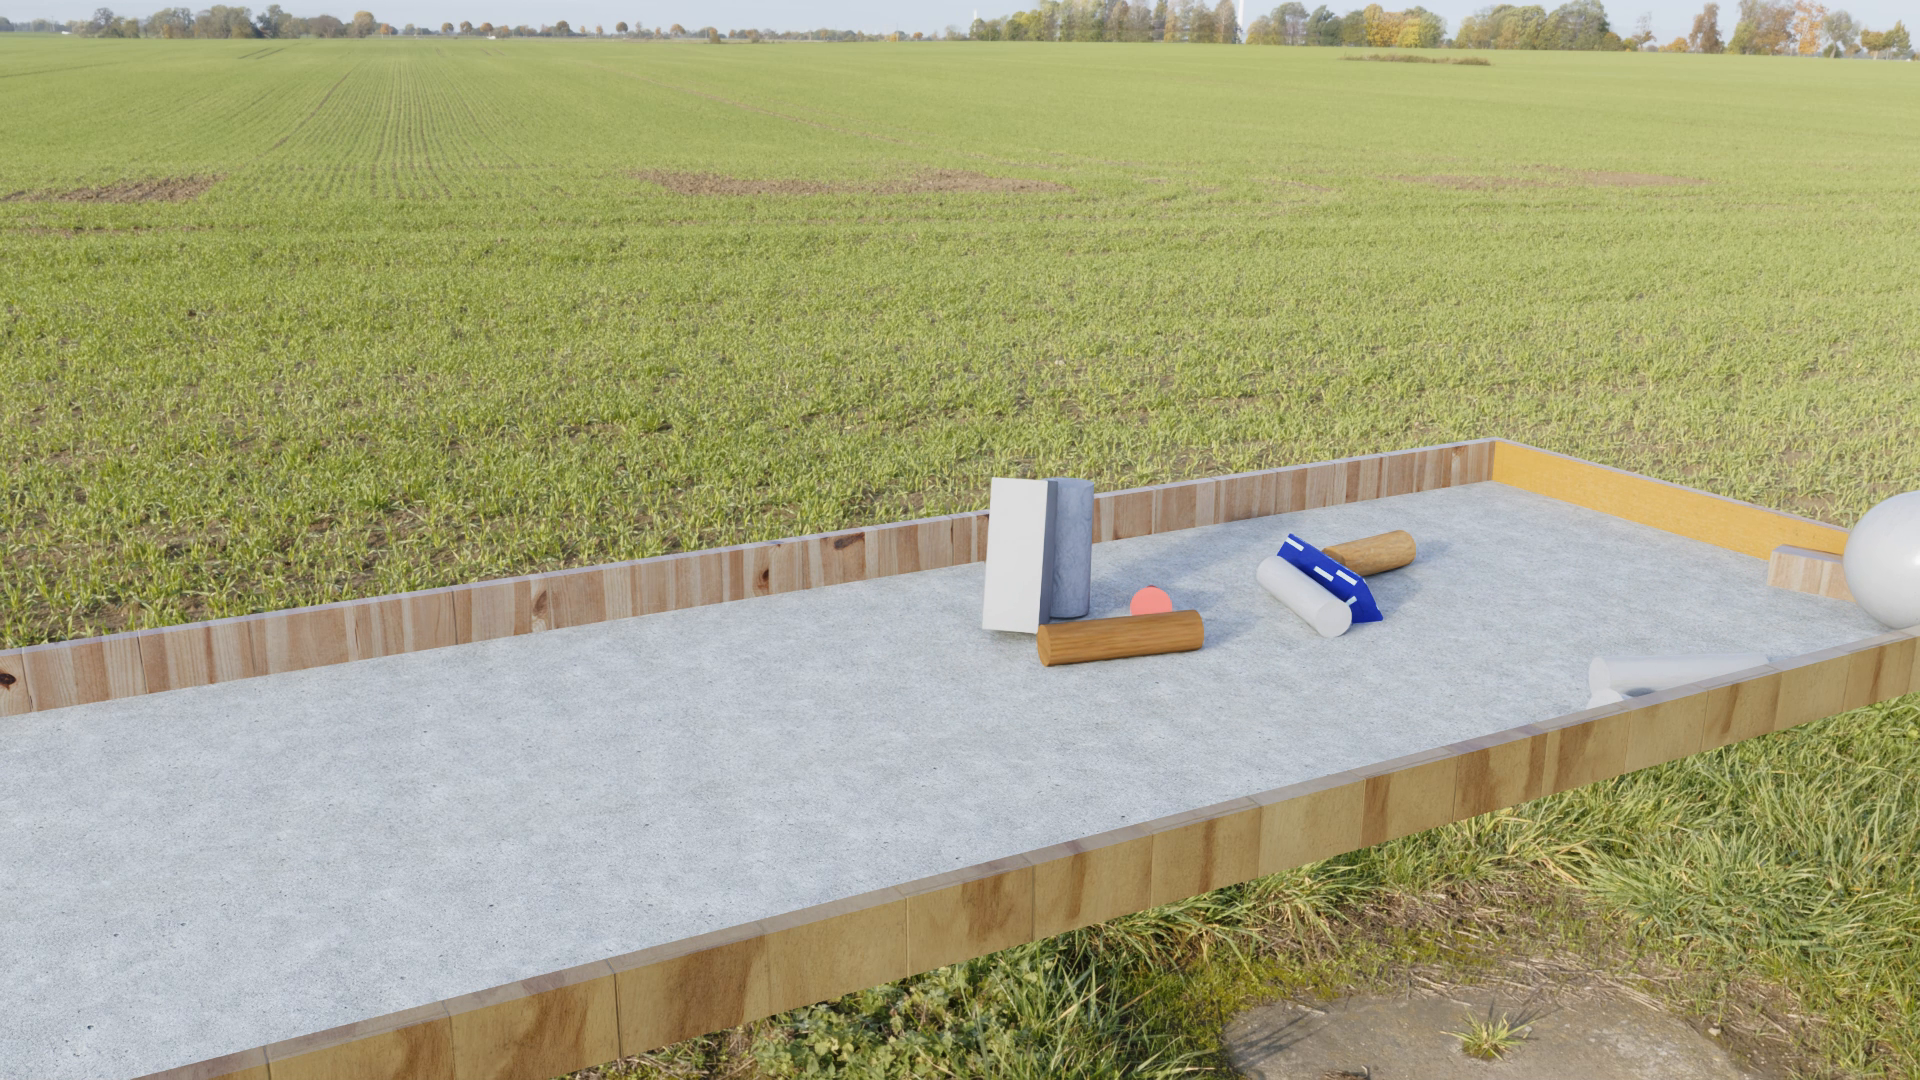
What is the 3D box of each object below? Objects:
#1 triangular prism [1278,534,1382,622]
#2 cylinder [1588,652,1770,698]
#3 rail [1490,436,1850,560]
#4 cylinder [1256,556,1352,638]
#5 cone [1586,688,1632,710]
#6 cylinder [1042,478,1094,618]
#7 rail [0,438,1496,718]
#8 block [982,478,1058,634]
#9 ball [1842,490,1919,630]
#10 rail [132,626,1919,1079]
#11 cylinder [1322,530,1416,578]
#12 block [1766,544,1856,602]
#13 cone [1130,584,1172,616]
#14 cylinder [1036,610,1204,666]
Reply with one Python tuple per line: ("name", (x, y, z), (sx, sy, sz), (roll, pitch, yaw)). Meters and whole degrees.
("triangular prism", (1.051, 0.103, 4.767), (0.147, 0.127, 0.458), (-4, 17, -13))
("cylinder", (1.752, 0.335, 4.017), (0.404, 0.112, 0.112), (-1, 16, -5))
("rail", (2.466, -0.048, 5.253), (0.050, 0.150, 2.100), (-9, 18, -27))
("cylinder", (0.963, 0.155, 4.638), (0.107, 0.107, 0.418), (-3, 17, -11))
("cone", (1.624, 0.426, 3.781), (0.351, 0.142, 0.142), (7, 14, -19))
("cylinder", (0.290, 0.019, 4.622), (0.159, 0.367, 0.159), (1, 13, 0))
("rail", (-3.305, 0.497, 3.399), (12.000, 0.150, 0.050), (-9, 18, -27))
("block", (0.164, 0.038, 4.462), (0.152, 0.406, 0.152), (4, 3, 14))
("ball", (2.605, 0.061, 4.449), (0.394, 0.394, 0.394), (0, 16, 0))
("rail", (-2.336, 1.006, 1.665), (12.000, 0.150, 0.050), (-9, 18, -27))
("cylinder", (1.232, 0.050, 4.986), (0.312, 0.112, 0.112), (-11, 20, -34))
("block", (2.566, 0.106, 4.807), (0.361, 0.105, 0.105), (14, 22, 40))
("cone", (0.547, 0.159, 4.714), (0.113, 0.113, 0.386), (2, 8, 7))
("cylinder", (0.419, 0.254, 4.300), (0.425, 0.107, 0.107), (-5, 17, -16))
